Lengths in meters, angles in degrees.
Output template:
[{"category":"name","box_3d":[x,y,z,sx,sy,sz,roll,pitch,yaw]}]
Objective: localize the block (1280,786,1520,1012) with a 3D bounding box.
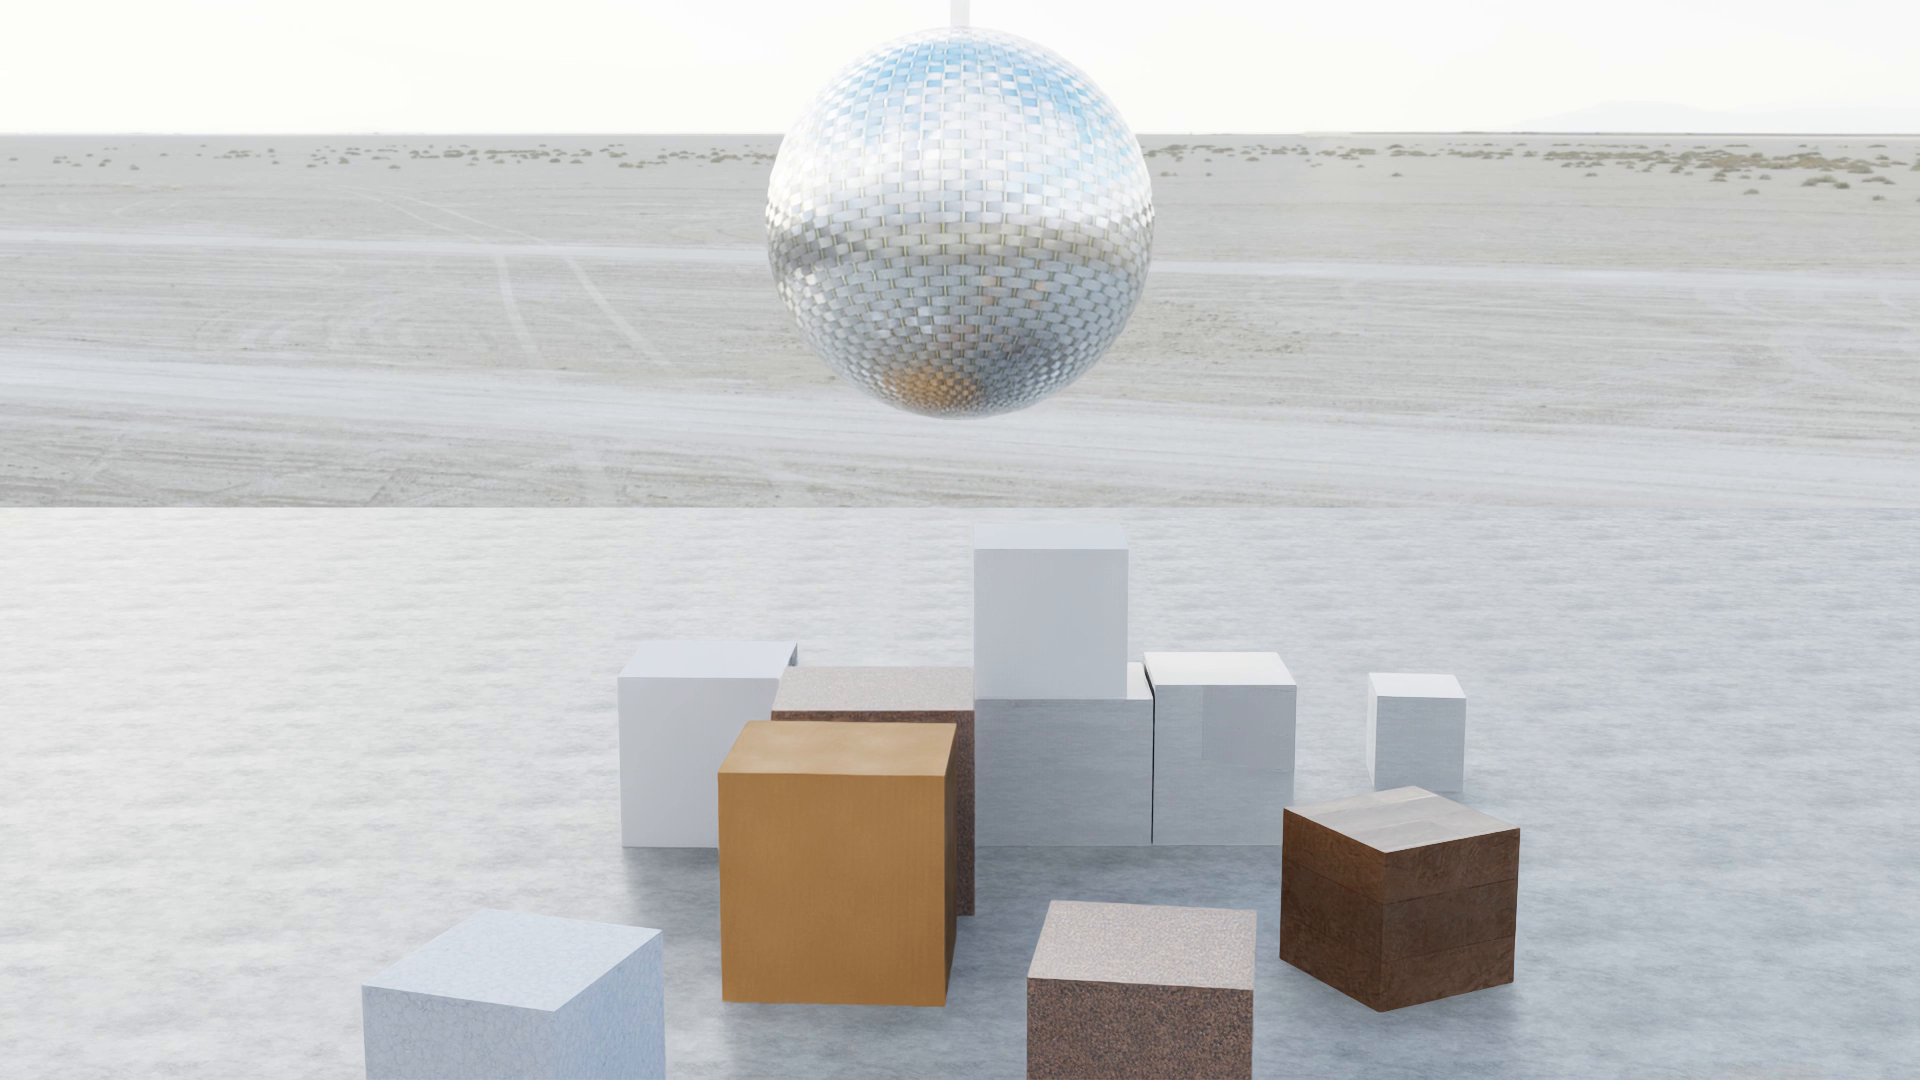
[{"category":"block","box_3d":[1.863,1.509,9.365,0.710,0.680,0.688,-5,12,-27]}]

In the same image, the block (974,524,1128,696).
[{"category":"block","box_3d":[0.456,0.349,11.284,0.767,0.750,0.710,0,10,1]}]

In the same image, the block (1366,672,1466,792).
[{"category":"block","box_3d":[2.532,1.064,12.242,0.478,0.527,0.533,1,10,5]}]

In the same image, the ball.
[{"category":"ball","box_3d":[0.000,-1.295,9.050,1.600,1.600,1.600,0,10,0]}]

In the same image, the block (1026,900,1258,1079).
[{"category":"block","box_3d":[0.664,1.772,7.879,0.766,0.694,0.783,2,10,8]}]

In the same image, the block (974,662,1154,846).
[{"category":"block","box_3d":[0.519,1.098,11.394,0.887,0.763,0.778,0,10,0]}]

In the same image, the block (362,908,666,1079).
[{"category":"block","box_3d":[-1.538,1.796,7.697,0.729,0.712,0.792,3,11,18]}]

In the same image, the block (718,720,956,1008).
[{"category":"block","box_3d":[-0.499,1.356,9.358,0.921,0.983,0.808,1,10,3]}]

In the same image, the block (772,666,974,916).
[{"category":"block","box_3d":[-0.392,1.171,10.401,0.918,0.974,0.847,0,10,0]}]

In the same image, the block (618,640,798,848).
[{"category":"block","box_3d":[-1.283,1.042,11.378,0.815,0.878,0.803,0,10,2]}]

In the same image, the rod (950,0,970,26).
[{"category":"rod","box_3d":[0.000,-4.663,9.511,0.080,5.200,0.080,0,-8,0]}]

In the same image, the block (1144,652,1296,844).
[{"category":"block","box_3d":[1.325,1.067,11.374,0.705,0.832,0.710,0,10,0]}]
